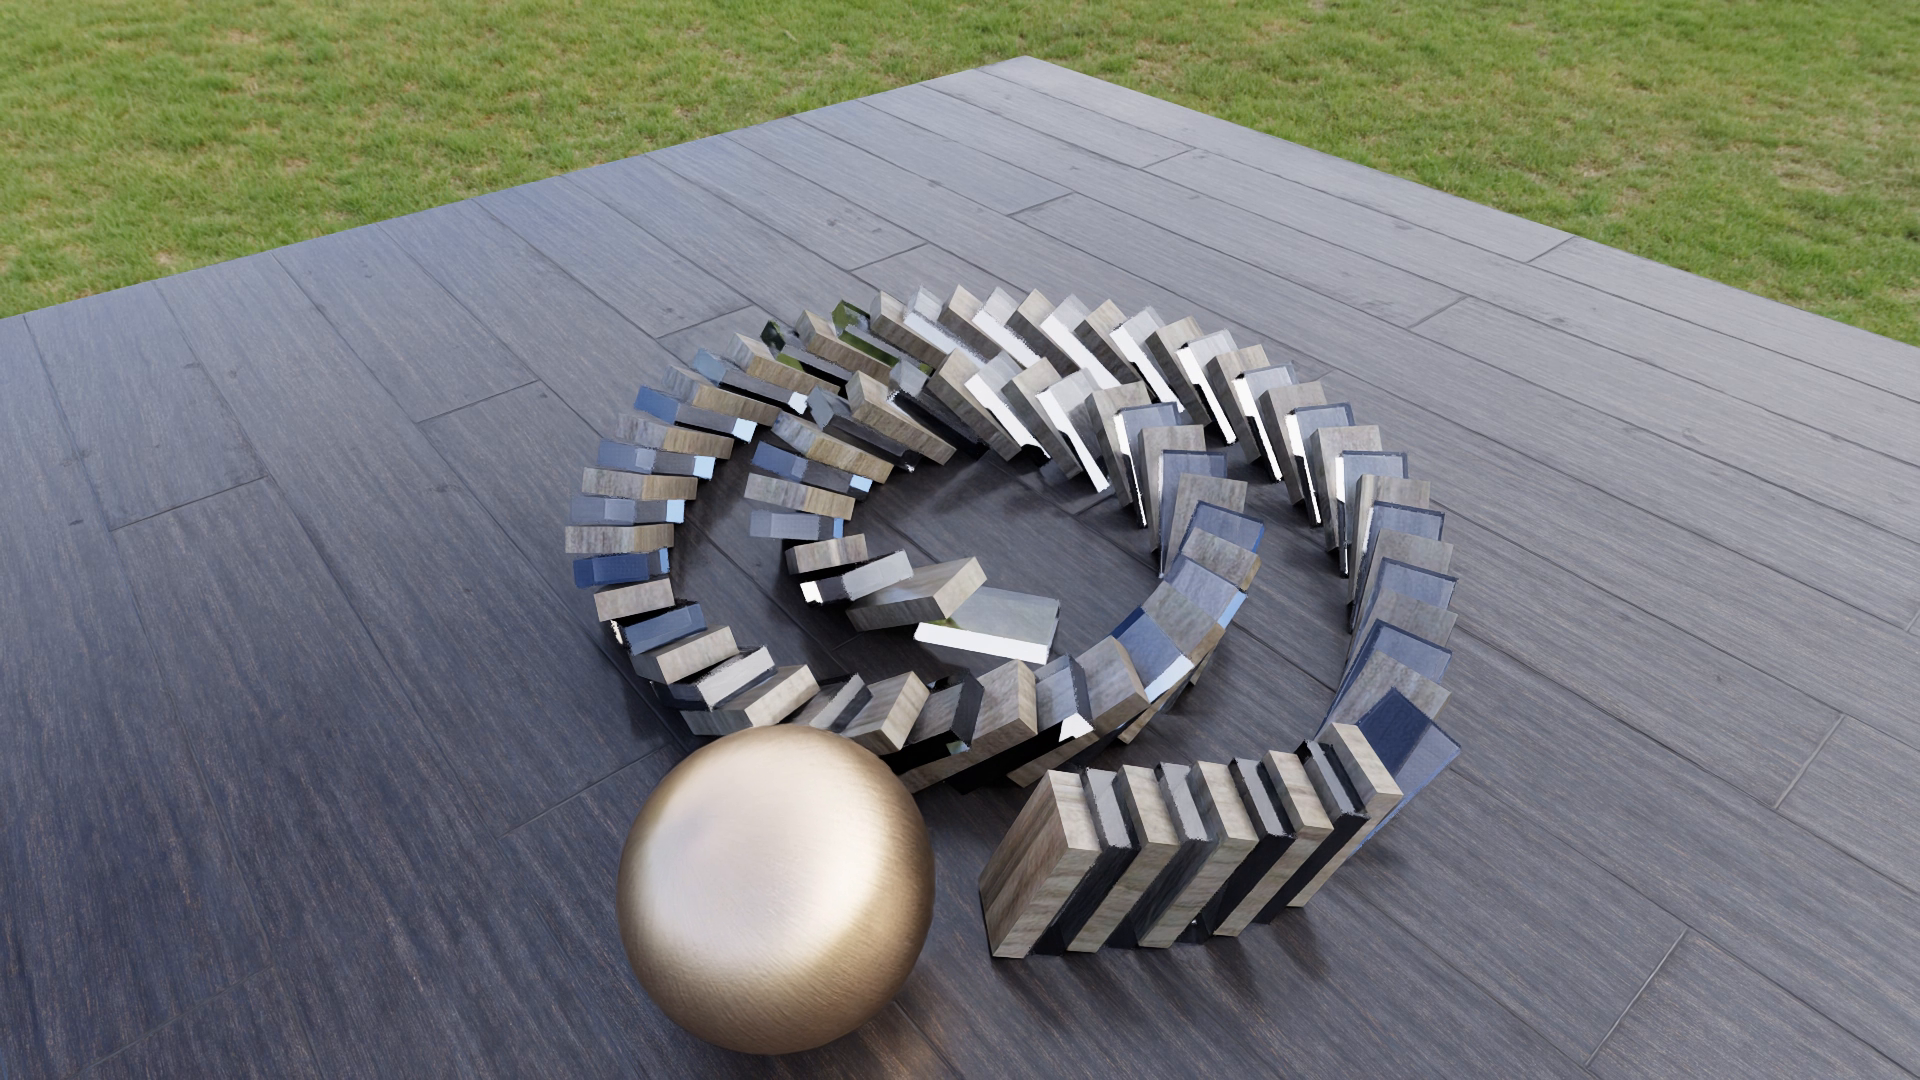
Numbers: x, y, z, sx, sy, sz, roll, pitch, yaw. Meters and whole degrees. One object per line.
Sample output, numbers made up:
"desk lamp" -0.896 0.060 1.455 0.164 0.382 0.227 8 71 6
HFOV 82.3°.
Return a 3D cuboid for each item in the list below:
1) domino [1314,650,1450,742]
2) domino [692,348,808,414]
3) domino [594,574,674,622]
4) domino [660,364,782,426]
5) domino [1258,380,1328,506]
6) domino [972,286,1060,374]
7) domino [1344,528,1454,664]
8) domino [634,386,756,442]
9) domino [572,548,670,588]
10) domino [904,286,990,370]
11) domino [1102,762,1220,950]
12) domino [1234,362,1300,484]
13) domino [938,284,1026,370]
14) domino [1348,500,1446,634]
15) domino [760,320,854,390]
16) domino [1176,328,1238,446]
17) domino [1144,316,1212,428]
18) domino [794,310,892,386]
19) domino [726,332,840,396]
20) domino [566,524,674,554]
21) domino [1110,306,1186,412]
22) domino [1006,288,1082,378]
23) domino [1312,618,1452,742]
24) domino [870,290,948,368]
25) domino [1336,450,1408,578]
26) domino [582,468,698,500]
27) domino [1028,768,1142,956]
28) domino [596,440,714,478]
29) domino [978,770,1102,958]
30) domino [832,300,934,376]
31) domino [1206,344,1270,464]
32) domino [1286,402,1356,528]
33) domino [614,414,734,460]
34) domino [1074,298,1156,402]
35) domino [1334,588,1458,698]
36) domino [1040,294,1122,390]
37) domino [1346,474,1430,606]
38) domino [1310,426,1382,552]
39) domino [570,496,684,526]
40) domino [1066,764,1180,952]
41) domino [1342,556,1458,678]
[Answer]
"domino" 0.128 0.062 0.345 0.025 0.009 0.050 34 85 31
"domino" -0.096 -0.073 0.511 0.050 0.009 0.025 14 20 -49
"domino" -0.117 0.020 0.397 0.025 0.010 0.050 -12 4 -15
"domino" -0.108 -0.065 0.501 0.025 0.010 0.050 32 12 34
"domino" 0.149 -0.042 0.473 0.025 0.009 0.050 -10 76 -12
"domino" 0.031 -0.101 0.545 0.050 0.010 0.025 39 42 -11
"domino" 0.157 0.023 0.393 0.025 0.010 0.050 15 78 17
"domino" -0.117 -0.056 0.489 0.025 0.010 0.050 25 8 28
"domino" -0.125 0.010 0.409 0.025 0.010 0.050 -6 2 -7
"domino" -0.004 -0.103 0.547 0.050 0.010 0.025 33 35 -19
"domino" 0.051 0.088 0.304 0.010 0.050 0.025 12 35 -20
"domino" 0.142 -0.052 0.485 0.025 0.010 0.050 -13 77 -16
"domino" 0.014 -0.103 0.547 0.050 0.010 0.025 35 38 -15
"domino" 0.161 0.012 0.406 0.025 0.009 0.050 12 77 13
"domino" -0.069 -0.087 0.528 0.050 0.009 0.025 18 24 -40
"domino" 0.123 -0.071 0.508 0.025 0.010 0.050 -21 80 -24
"domino" 0.111 -0.079 0.518 0.025 0.010 0.050 -26 82 -29
"domino" -0.054 -0.093 0.535 0.050 0.009 0.025 21 26 -36
"domino" -0.083 -0.081 0.520 0.050 0.009 0.025 16 22 -44
"domino" -0.130 -0.001 0.422 0.025 0.010 0.050 0 2 2
"domino" 0.096 -0.085 0.526 0.025 0.009 0.050 -35 88 -35
"domino" 0.048 -0.099 0.542 0.050 0.009 0.025 42 44 -7
"domino" 0.136 0.053 0.357 0.025 0.010 0.050 26 82 28
"domino" -0.021 -0.101 0.545 0.050 0.010 0.025 29 32 -25
"domino" 0.163 -0.010 0.433 0.025 0.010 0.050 2 76 3
"domino" -0.130 -0.023 0.449 0.025 0.009 0.050 8 3 10
"domino" 0.031 0.089 0.303 0.010 0.050 0.025 12 35 -20
"domino" -0.127 -0.034 0.462 0.025 0.009 0.050 12 4 14
"domino" 0.021 0.090 0.302 0.009 0.050 0.025 12 35 -20
"domino" -0.038 -0.097 0.540 0.050 0.010 0.025 24 29 -31
"domino" 0.133 -0.062 0.497 0.025 0.010 0.050 -16 78 -20
"domino" 0.155 -0.032 0.460 0.025 0.010 0.050 -7 76 -8
"domino" -0.123 -0.044 0.476 0.025 0.009 0.050 17 6 20
"domino" 0.080 -0.091 0.532 0.050 0.009 0.025 48 50 -2
"domino" 0.144 0.044 0.368 0.025 0.009 0.050 22 80 25
"domino" 0.065 -0.095 0.538 0.050 0.010 0.025 44 47 -4
"domino" 0.164 0.001 0.420 0.025 0.009 0.050 7 76 8
"domino" 0.160 -0.021 0.447 0.025 0.009 0.050 -3 76 -3
"domino" -0.131 -0.012 0.436 0.025 0.009 0.050 5 3 7
"domino" 0.041 0.088 0.304 0.009 0.050 0.025 12 35 -20
"domino" 0.151 0.034 0.381 0.025 0.010 0.050 18 79 21
